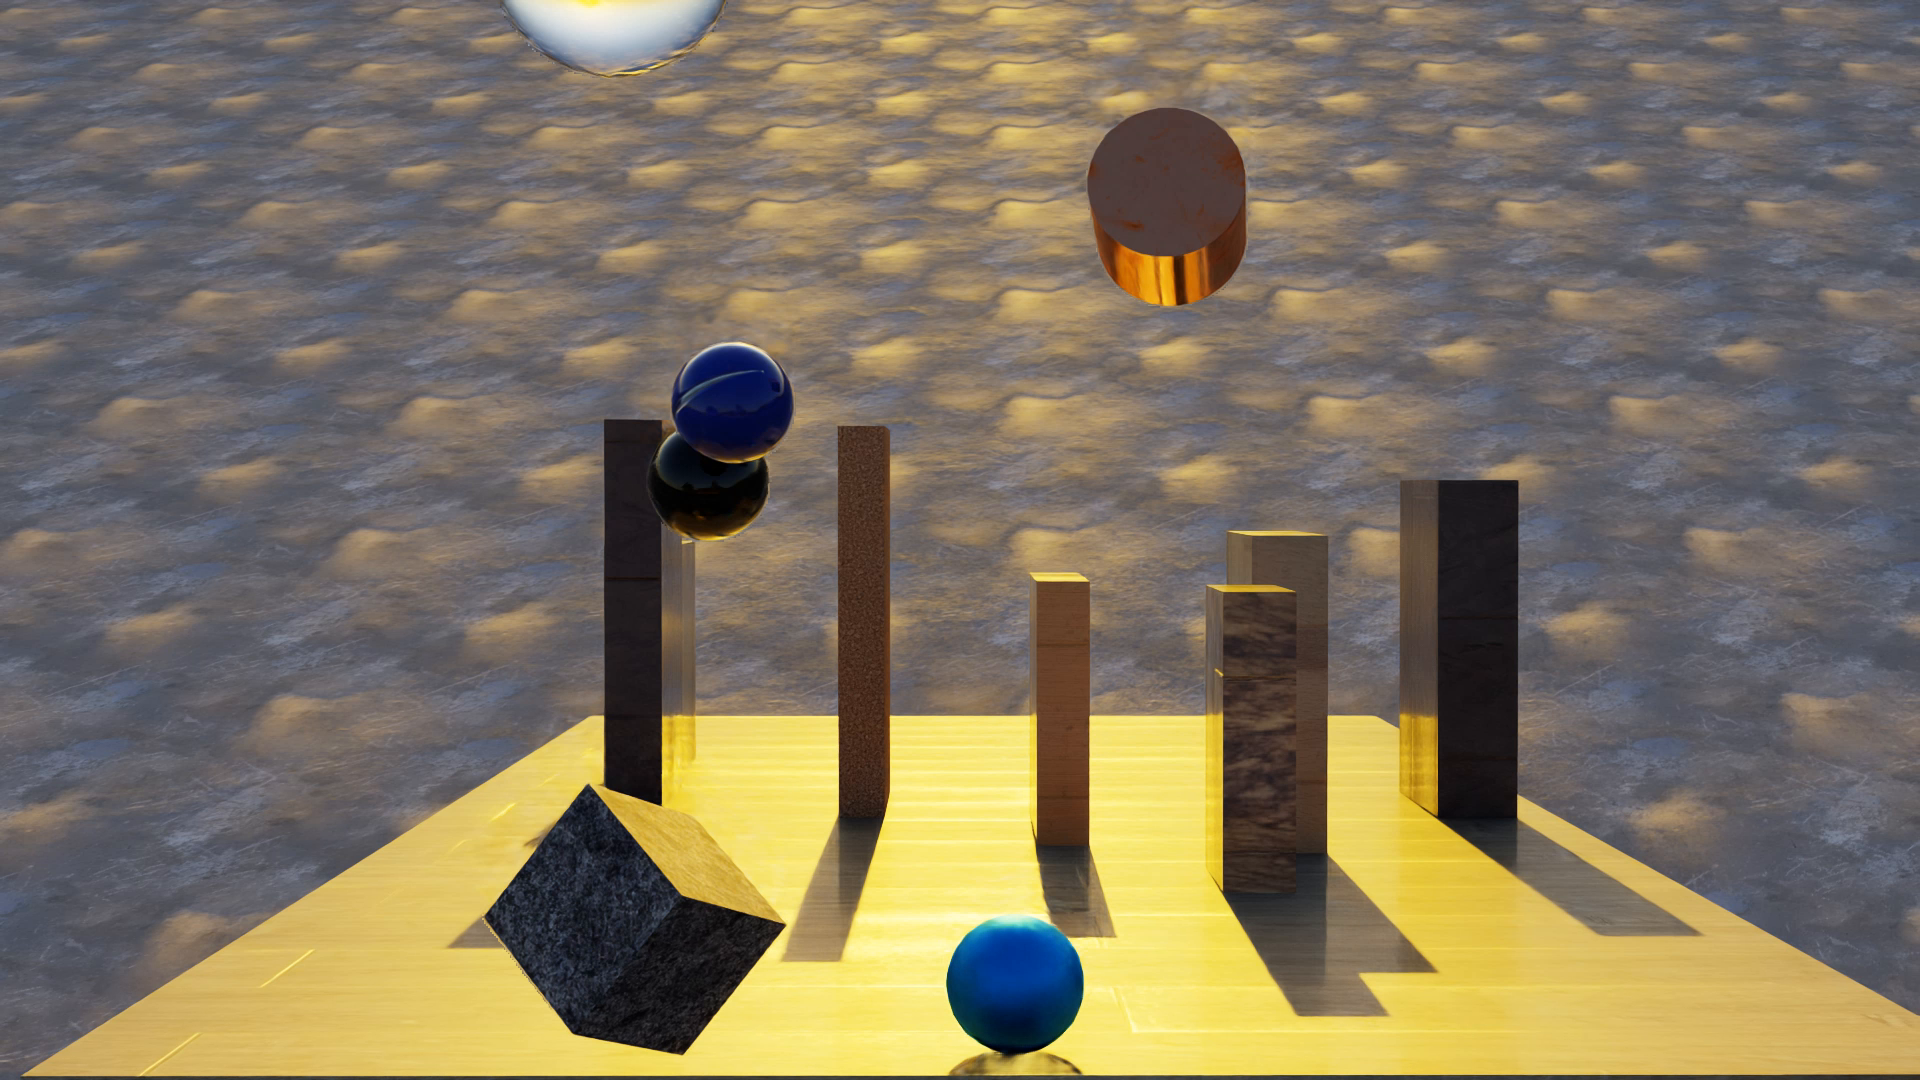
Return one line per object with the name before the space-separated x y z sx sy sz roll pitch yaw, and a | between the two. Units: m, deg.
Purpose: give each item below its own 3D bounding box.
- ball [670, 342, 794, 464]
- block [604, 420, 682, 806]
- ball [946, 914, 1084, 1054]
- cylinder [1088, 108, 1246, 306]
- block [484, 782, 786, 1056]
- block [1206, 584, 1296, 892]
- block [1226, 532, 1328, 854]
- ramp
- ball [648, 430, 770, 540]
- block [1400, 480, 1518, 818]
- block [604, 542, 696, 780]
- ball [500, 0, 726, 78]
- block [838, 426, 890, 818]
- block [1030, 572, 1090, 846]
ball | -0.231 -0.139 2.622 0.125 0.125 0.125 0 26 0
block | -0.594 0.131 4.866 0.103 0.708 0.353 0 1 0
ball | 0.057 0.460 2.677 0.144 0.144 0.144 0 26 0
cylinder | 0.216 -0.342 2.664 0.158 0.158 0.158 4 -12 8
block | -0.323 0.380 2.575 0.174 0.174 0.174 43 9 35
block | 0.432 0.289 3.850 0.106 0.435 0.258 0 1 0
block | 0.526 0.243 4.314 0.122 0.508 0.385 0 1 0
ramp | 0.060 0.541 4.577 2.000 0.100 4.000 0 1 0
ball | -0.270 -0.064 2.771 0.130 0.130 0.130 0 26 0
block | 0.913 0.189 4.747 0.141 0.597 0.392 0 1 0
block | -0.638 0.241 5.337 0.140 0.468 0.411 0 1 0
ball | -0.286 -0.481 2.119 0.200 0.200 0.200 0 26 0
block | -0.175 0.141 4.753 0.082 0.693 0.385 0 1 0
block | 0.168 0.279 4.424 0.087 0.432 0.424 0 1 0
